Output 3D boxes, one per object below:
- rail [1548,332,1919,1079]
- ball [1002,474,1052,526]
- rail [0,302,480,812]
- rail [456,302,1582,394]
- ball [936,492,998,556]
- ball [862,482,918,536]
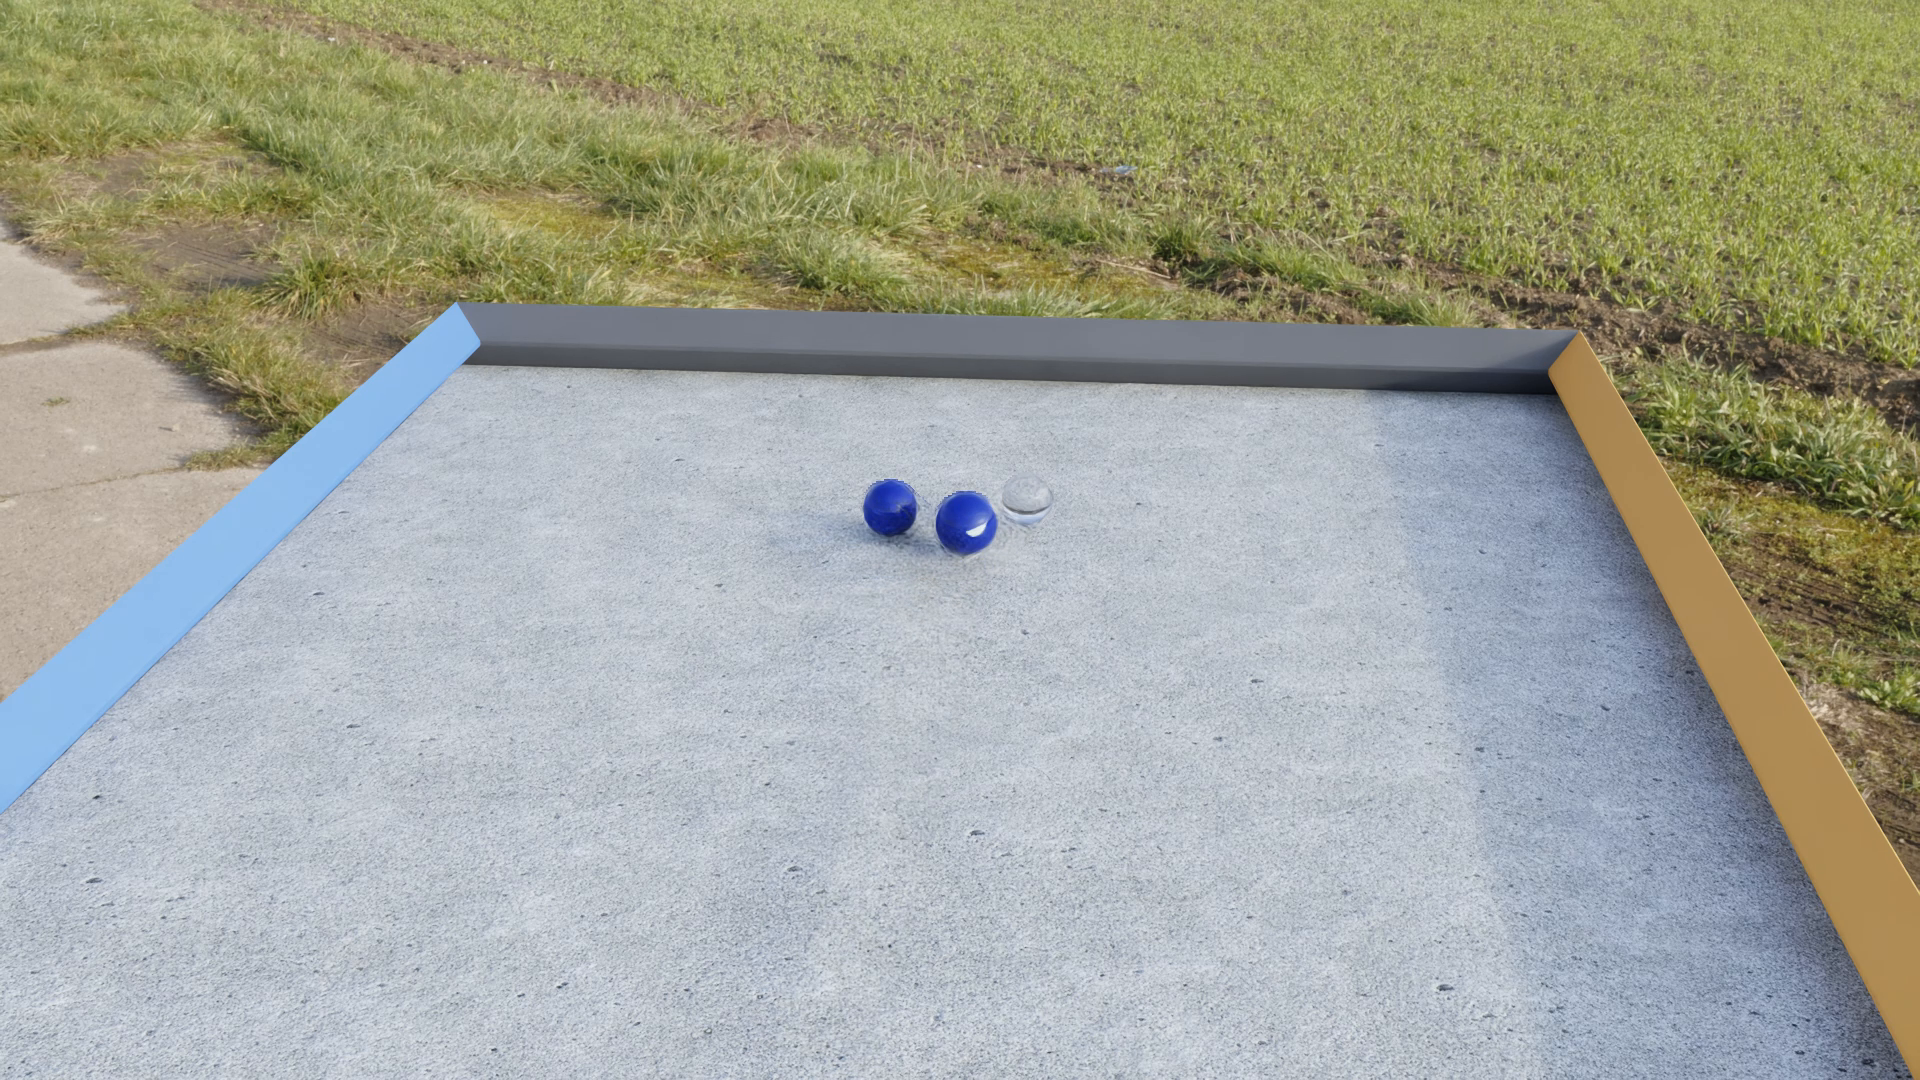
[{"bbox_3d":[0.669,0.257,1.668,0.045,0.088,2.669,2,22,5],"label":"rail"},{"bbox_3d":[0.076,-0.045,2.470,0.057,0.057,0.057,0,22,0],"label":"ball"},{"bbox_3d":[-0.791,0.207,1.793,0.045,0.088,2.669,2,22,5],"label":"rail"},{"bbox_3d":[0.059,-0.251,2.943,1.514,0.088,0.045,2,22,5],"label":"rail"},{"bbox_3d":[0.007,-0.017,2.386,0.068,0.068,0.068,0,22,0],"label":"ball"},{"bbox_3d":[-0.077,-0.035,2.438,0.061,0.061,0.061,0,22,0],"label":"ball"}]
